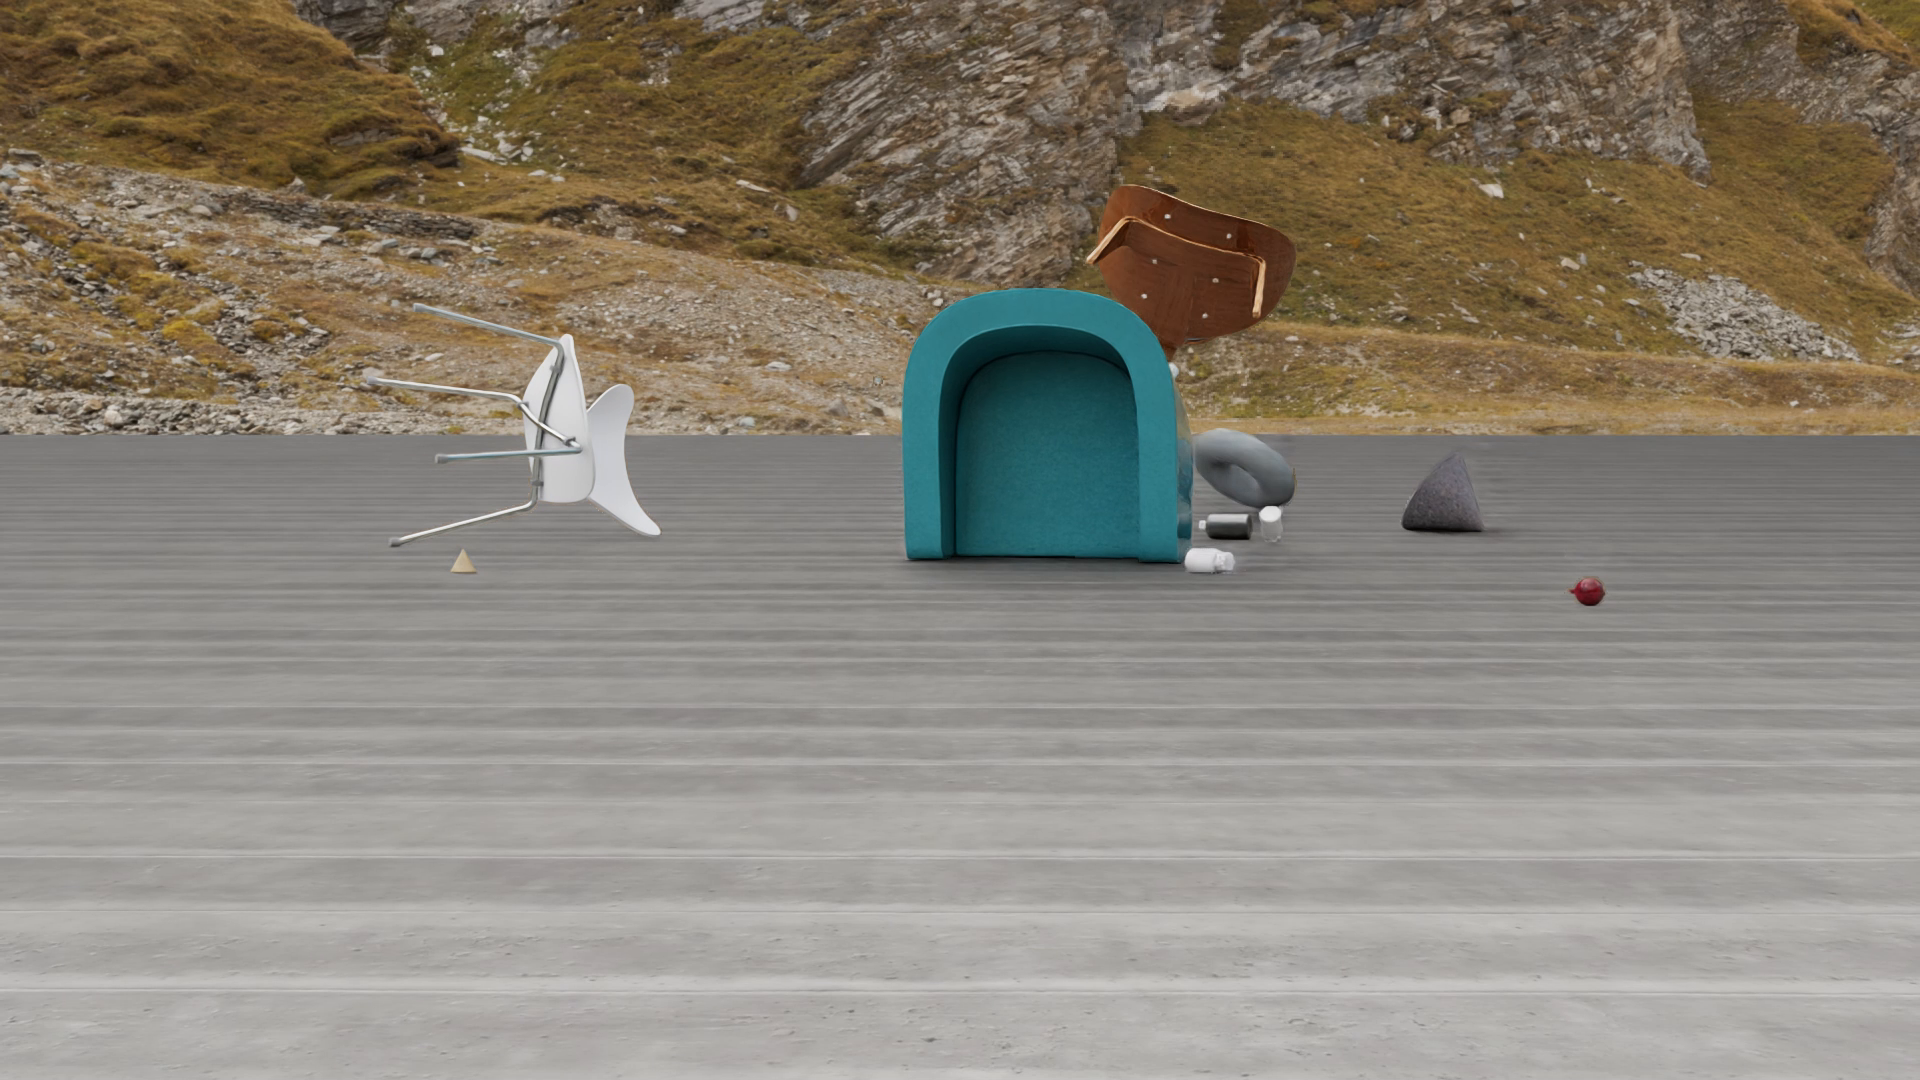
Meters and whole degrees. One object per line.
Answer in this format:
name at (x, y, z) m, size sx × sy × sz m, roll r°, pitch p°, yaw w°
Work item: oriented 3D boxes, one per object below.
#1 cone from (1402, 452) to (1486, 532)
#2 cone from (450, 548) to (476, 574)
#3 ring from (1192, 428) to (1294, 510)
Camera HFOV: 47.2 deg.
cone at (1.571, -0.089, 6.922) m, size 0.273 × 0.314 × 0.219 m, roll -28°, pitch 59°, yaw -36°
cone at (-1.216, 0.050, 5.385) m, size 0.074 × 0.060 × 0.042 m, roll 1°, pitch 4°, yaw 18°
ring at (1.011, -0.253, 7.854) m, size 0.375 × 0.113 × 0.463 m, roll 47°, pitch -19°, yaw -23°
